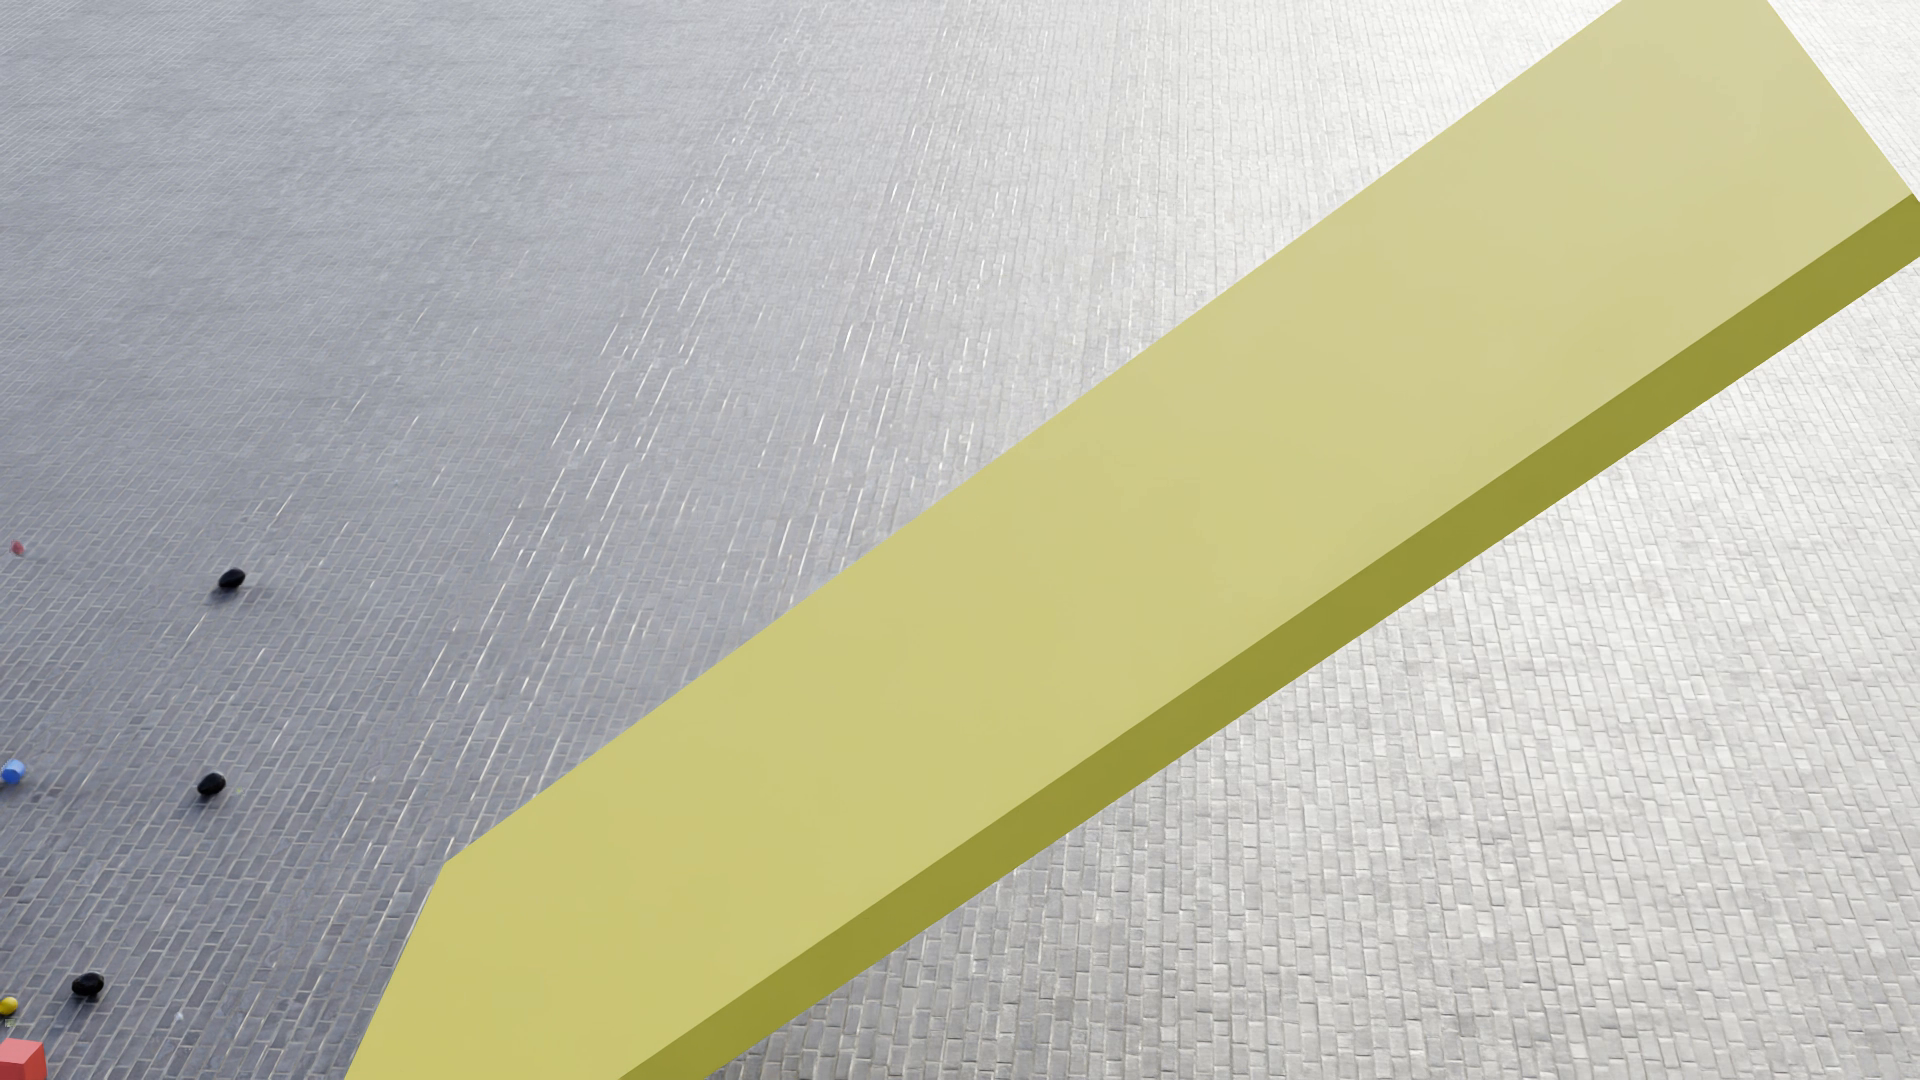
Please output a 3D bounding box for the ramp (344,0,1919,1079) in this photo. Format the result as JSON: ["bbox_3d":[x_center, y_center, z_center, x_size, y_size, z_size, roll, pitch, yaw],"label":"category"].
[{"bbox_3d":[0.120,0.185,6.341,4.000,0.100,2.000,-36,16,18],"label":"ramp"}]

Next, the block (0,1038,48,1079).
[{"bbox_3d":[-2.253,1.261,7.033,0.094,0.094,0.094,5,24,11],"label":"block"}]

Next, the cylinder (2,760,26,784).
[{"bbox_3d":[-2.714,0.665,8.438,0.051,0.051,0.051,4,14,8],"label":"cylinder"}]
